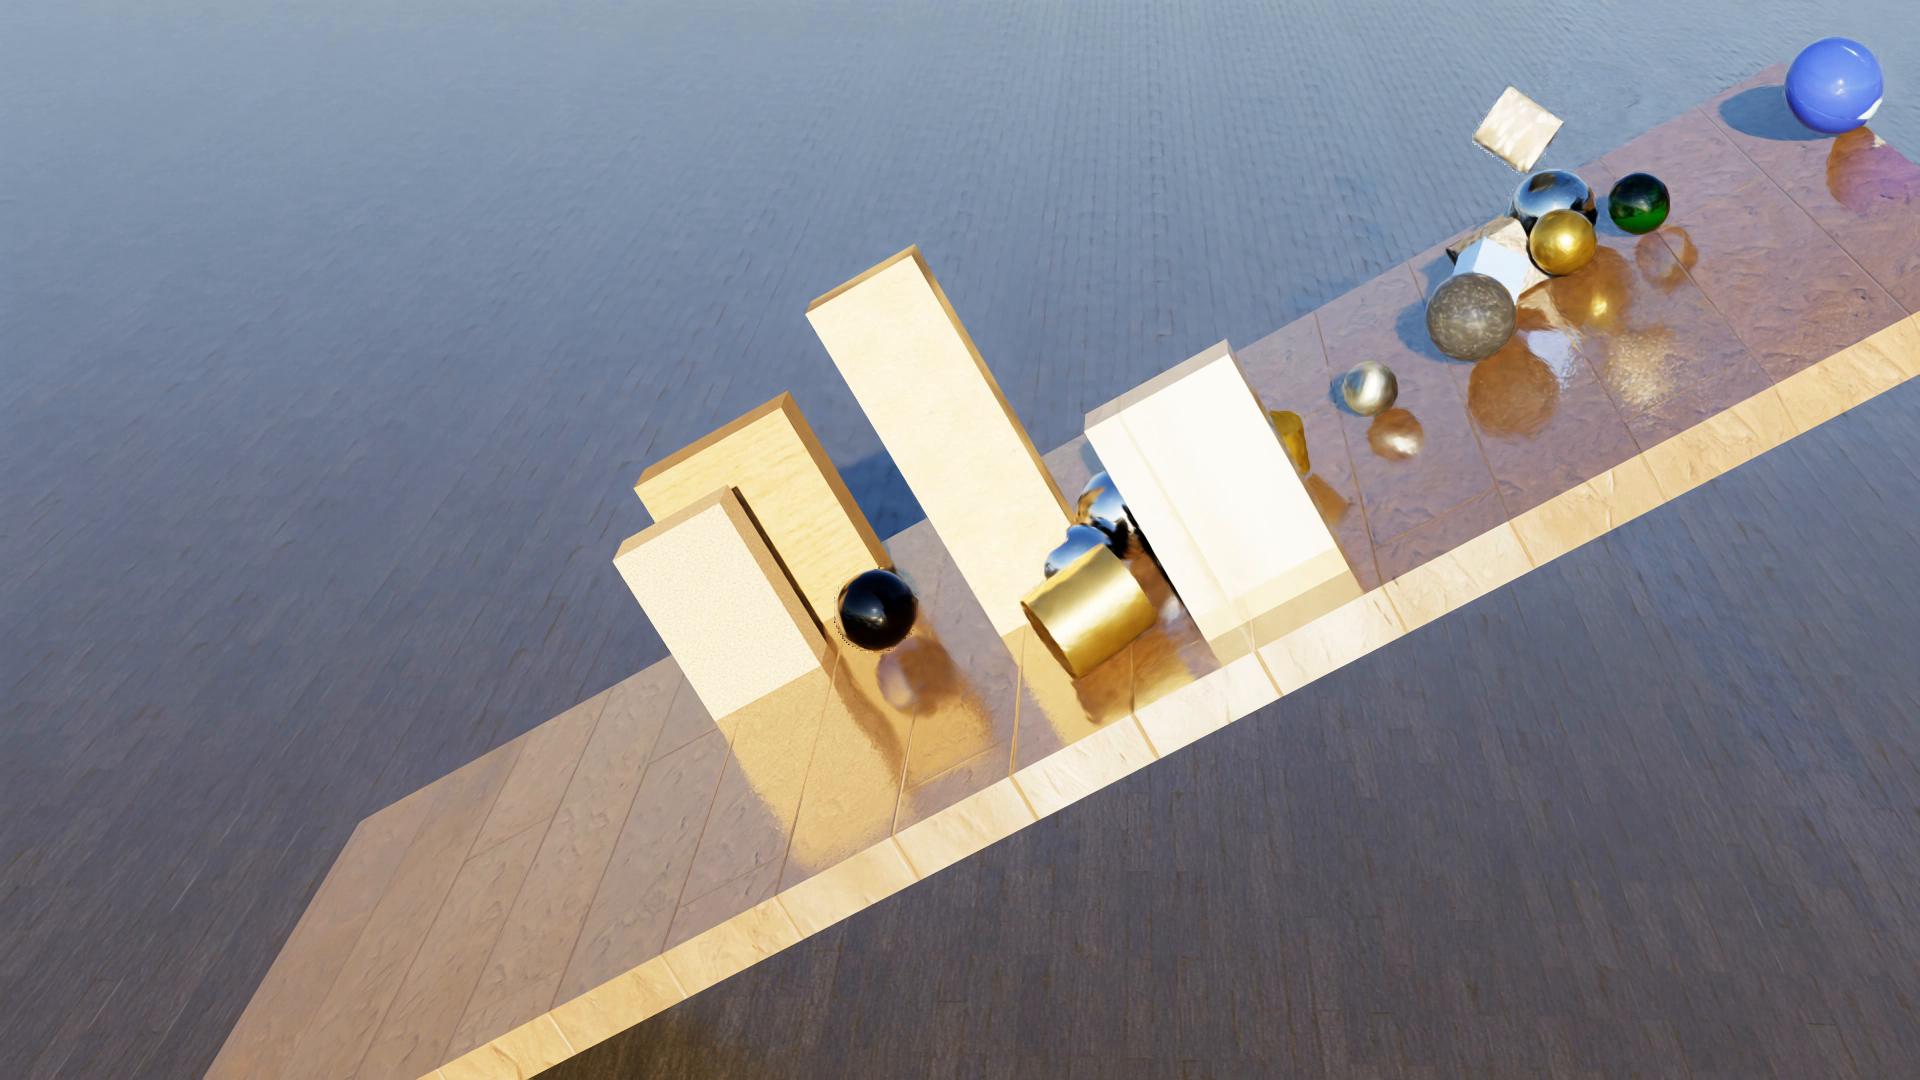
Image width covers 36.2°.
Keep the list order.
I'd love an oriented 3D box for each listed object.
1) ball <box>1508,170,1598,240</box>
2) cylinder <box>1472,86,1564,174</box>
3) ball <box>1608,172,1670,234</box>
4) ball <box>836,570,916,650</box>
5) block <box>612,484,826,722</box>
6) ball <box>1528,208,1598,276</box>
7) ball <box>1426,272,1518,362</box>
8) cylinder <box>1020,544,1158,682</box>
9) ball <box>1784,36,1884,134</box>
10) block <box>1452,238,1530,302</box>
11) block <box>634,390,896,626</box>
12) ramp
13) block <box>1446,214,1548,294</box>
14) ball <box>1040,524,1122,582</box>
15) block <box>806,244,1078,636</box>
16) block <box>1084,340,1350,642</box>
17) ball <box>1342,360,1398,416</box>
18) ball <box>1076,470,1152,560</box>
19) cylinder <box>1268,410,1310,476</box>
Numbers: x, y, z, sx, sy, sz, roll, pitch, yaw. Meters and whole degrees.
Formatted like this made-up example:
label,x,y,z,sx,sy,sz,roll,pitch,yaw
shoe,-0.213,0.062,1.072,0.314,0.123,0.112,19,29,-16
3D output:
label,x,y,z,sx,sy,sz,roll,pitch,yaw
ball,1.277,-0.704,6.334,0.187,0.187,0.187,0,18,0
cylinder,1.191,-0.874,6.278,0.137,0.137,0.137,36,26,6
ball,1.422,-0.705,6.160,0.130,0.130,0.130,0,18,0
ball,-0.184,0.153,6.434,0.178,0.178,0.178,0,18,0
block,-0.541,0.142,6.659,0.281,0.439,0.141,-28,15,12
ball,1.268,-0.626,6.185,0.141,0.141,0.141,0,18,0
ball,1.039,-0.454,5.983,0.184,0.184,0.184,0,18,0
cylinder,0.244,0.136,5.585,0.189,0.189,0.189,-35,26,-6
ball,1.793,-0.932,6.032,0.199,0.199,0.199,0,18,0
block,1.104,-0.545,6.156,0.112,0.112,0.112,24,-18,-11
block,-0.457,-0.029,6.943,0.402,0.499,0.147,-28,15,12
ramp,0.142,0.168,6.284,4.000,0.100,2.000,-28,15,12
block,1.150,-0.595,6.305,0.141,0.141,0.141,-31,11,1
ball,0.243,0.051,5.933,0.165,0.165,0.165,0,18,0
block,-0.004,-0.199,6.017,0.246,0.787,0.105,-28,15,12
block,0.468,-0.089,5.356,0.293,0.460,0.111,-28,15,12
ball,0.843,-0.311,6.041,0.114,0.114,0.114,0,18,0
ball,0.337,-0.056,6.046,0.195,0.195,0.195,0,18,0
cylinder,0.645,-0.186,5.945,0.109,0.109,0.109,-10,32,7
